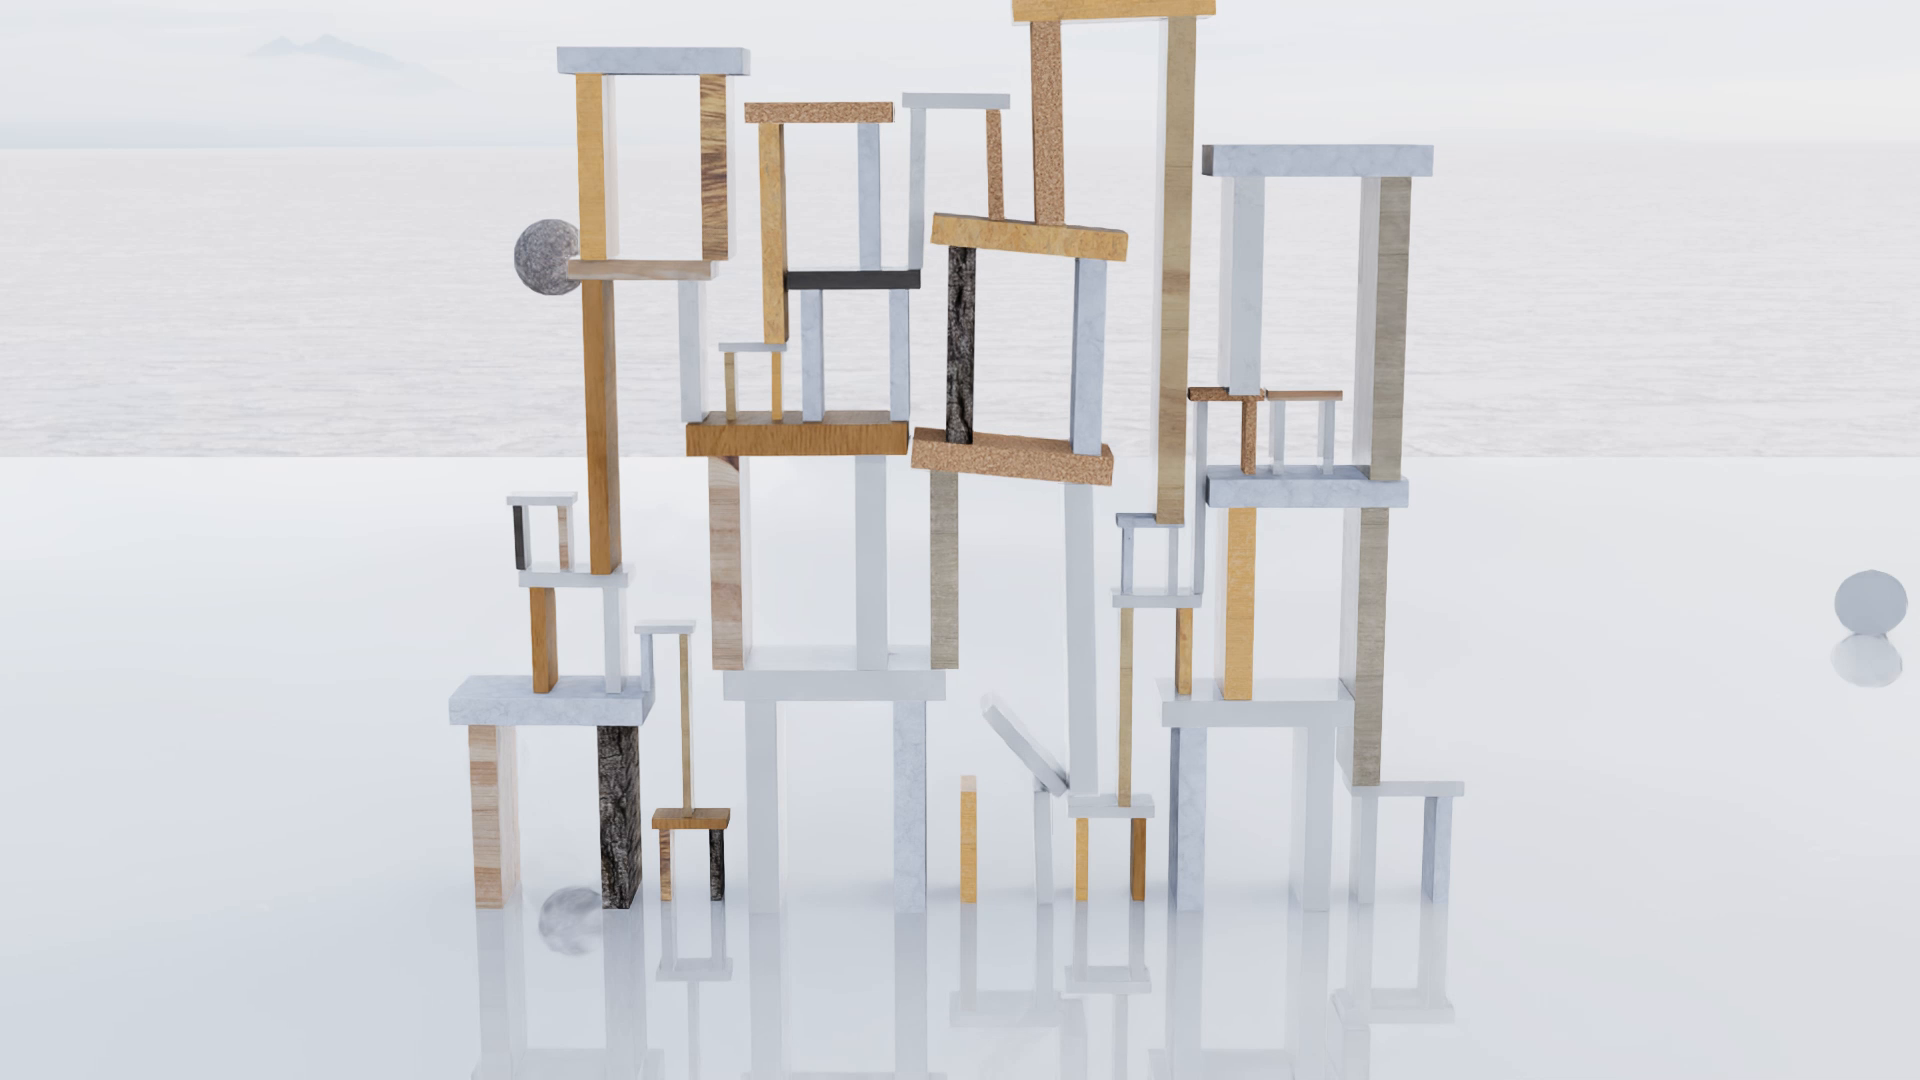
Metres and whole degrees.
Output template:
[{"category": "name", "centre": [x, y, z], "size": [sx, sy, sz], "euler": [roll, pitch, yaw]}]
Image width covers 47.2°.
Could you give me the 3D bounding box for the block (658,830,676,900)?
[{"category": "block", "centre": [-0.486, 0.530, 3.654], "size": [0.017, 0.123, 0.062], "euler": [0, 11, 0]}]

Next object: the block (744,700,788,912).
[{"category": "block", "centre": [-0.319, 0.416, 3.634], "size": [0.050, 0.356, 0.178], "euler": [0, 11, 0]}]

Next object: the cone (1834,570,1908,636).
[{"category": "cone", "centre": [2.344, 0.185, 5.639], "size": [0.173, 0.173, 0.173], "euler": [6, -15, 29]}]

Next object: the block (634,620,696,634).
[{"category": "block", "centre": [-0.480, 0.141, 3.586], "size": [0.095, 0.014, 0.048], "euler": [-1, 11, -1]}]

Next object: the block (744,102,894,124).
[{"category": "block", "centre": [-0.218, -0.666, 3.428], "size": [0.226, 0.032, 0.113], "euler": [0, 11, -1]}]

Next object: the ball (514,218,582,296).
[{"category": "ball", "centre": [-1.077, -0.746, 5.810], "size": [0.203, 0.203, 0.203], "euler": [0, 11, 0]}]

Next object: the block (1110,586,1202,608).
[{"category": "block", "centre": [0.317, 0.093, 3.573], "size": [0.144, 0.020, 0.072], "euler": [0, 11, 0]}]

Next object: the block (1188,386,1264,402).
[{"category": "block", "centre": [0.425, -0.234, 3.520], "size": [0.118, 0.017, 0.059], "euler": [0, 11, 0]}]

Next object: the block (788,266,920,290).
[{"category": "block", "centre": [-0.166, -0.415, 3.477], "size": [0.207, 0.029, 0.104], "euler": [0, 11, -1]}]

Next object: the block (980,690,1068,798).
[{"category": "block", "centre": [0.105, 0.335, 3.622], "size": [0.027, 0.190, 0.095], "euler": [-40, 9, 7]}]

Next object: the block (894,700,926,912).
[{"category": "block", "centre": [-0.082, 0.416, 3.634], "size": [0.050, 0.356, 0.178], "euler": [0, 11, 0]}]

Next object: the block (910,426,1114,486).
[{"category": "block", "centre": [0.082, -0.135, 3.530], "size": [0.318, 0.045, 0.159], "euler": [5, 10, -1]}]

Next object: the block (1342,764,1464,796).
[{"category": "block", "centre": [0.731, 0.397, 3.629], "size": [0.184, 0.026, 0.092], "euler": [0, 11, 0]}]

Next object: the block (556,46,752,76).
[{"category": "block", "centre": [-0.473, -0.744, 3.419], "size": [0.283, 0.040, 0.141], "euler": [0, 11, 0]}]

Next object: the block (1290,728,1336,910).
[{"category": "block", "centre": [0.582, 0.439, 3.639], "size": [0.044, 0.309, 0.154], "euler": [0, 11, 0]}]

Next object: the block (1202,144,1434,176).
[{"category": "block", "centre": [0.556, -0.595, 3.446], "size": [0.337, 0.048, 0.168], "euler": [0, 11, 0]}]

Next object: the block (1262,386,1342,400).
[{"category": "block", "centre": [0.548, -0.234, 3.518], "size": [0.119, 0.017, 0.059], "euler": [0, 11, 0]}]

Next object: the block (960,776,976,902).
[{"category": "block", "centre": [0.014, 0.496, 3.654], "size": [0.027, 0.190, 0.095], "euler": [0, 11, 0]}]

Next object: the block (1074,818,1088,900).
[{"category": "block", "centre": [0.201, 0.520, 3.658], "size": [0.020, 0.142, 0.071], "euler": [0, 11, 0]}]

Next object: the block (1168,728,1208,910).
[{"category": "block", "centre": [0.376, 0.439, 3.639], "size": [0.044, 0.309, 0.154], "euler": [0, 11, 0]}]

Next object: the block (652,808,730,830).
[{"category": "block", "centre": [-0.445, 0.461, 3.641], "size": [0.123, 0.017, 0.062], "euler": [0, 11, 0]}]

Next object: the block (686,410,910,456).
[{"category": "block", "centre": [-0.256, -0.172, 3.523], "size": [0.346, 0.049, 0.173], "euler": [0, 11, 0]}]

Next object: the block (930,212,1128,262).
[{"category": "block", "centre": [0.108, -0.478, 3.467], "size": [0.303, 0.043, 0.152], "euler": [5, 10, -1]}]

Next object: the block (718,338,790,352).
[{"category": "block", "centre": [-0.327, -0.309, 3.496], "size": [0.108, 0.015, 0.054], "euler": [0, 11, 1]}]

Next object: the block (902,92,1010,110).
[{"category": "block", "centre": [-0.006, -0.685, 3.437], "size": [0.168, 0.024, 0.084], "euler": [1, 10, 0]}]

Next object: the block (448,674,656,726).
[{"category": "block", "centre": [-0.666, 0.262, 3.611], "size": [0.310, 0.044, 0.155], "euler": [0, 11, 0]}]

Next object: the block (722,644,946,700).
[{"category": "block", "centre": [-0.200, 0.216, 3.597], "size": [0.356, 0.050, 0.178], "euler": [0, 11, 0]}]

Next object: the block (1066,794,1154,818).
[{"category": "block", "centre": [0.248, 0.440, 3.643], "size": [0.142, 0.020, 0.071], "euler": [0, 11, 0]}]

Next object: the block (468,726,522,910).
[{"category": "block", "centre": [-0.770, 0.437, 3.644], "size": [0.044, 0.310, 0.155], "euler": [0, 11, 0]}]

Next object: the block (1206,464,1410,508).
[{"category": "block", "centre": [0.551, -0.087, 3.544], "size": [0.314, 0.044, 0.157], "euler": [0, 11, 0]}]

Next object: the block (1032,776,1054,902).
[{"category": "block", "centre": [0.137, 0.496, 3.654], "size": [0.027, 0.190, 0.095], "euler": [-2, 11, 0]}]

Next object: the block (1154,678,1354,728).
[{"category": "block", "centre": [0.479, 0.265, 3.607], "size": [0.309, 0.044, 0.154], "euler": [0, 11, 0]}]

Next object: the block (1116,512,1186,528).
[{"category": "block", "centre": [0.307, -0.032, 3.553], "size": [0.108, 0.015, 0.054], "euler": [0, 11, 0]}]

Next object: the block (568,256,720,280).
[{"category": "block", "centre": [-0.498, -0.430, 3.472], "size": [0.223, 0.032, 0.112], "euler": [0, 11, 1]}]

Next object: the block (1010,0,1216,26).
[{"category": "block", "centre": [0.234, -0.826, 3.402], "size": [0.307, 0.043, 0.153], "euler": [-2, 11, 1]}]

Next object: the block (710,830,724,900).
[{"category": "block", "centre": [-0.404, 0.530, 3.654], "size": [0.017, 0.123, 0.062], "euler": [0, 11, 0]}]

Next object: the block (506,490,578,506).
[{"category": "block", "centre": [-0.674, -0.067, 3.549], "size": [0.105, 0.015, 0.053], "euler": [0, 11, 1]}]

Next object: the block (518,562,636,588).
[{"category": "block", "centre": [-0.621, 0.056, 3.573], "size": [0.175, 0.025, 0.088], "euler": [0, 11, 0]}]

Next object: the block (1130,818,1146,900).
[{"category": "block", "centre": [0.296, 0.520, 3.658], "size": [0.020, 0.142, 0.071], "euler": [0, 11, 0]}]

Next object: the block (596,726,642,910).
[{"category": "block", "centre": [-0.563, 0.437, 3.644], "size": [0.044, 0.310, 0.155], "euler": [0, 11, 0]}]
